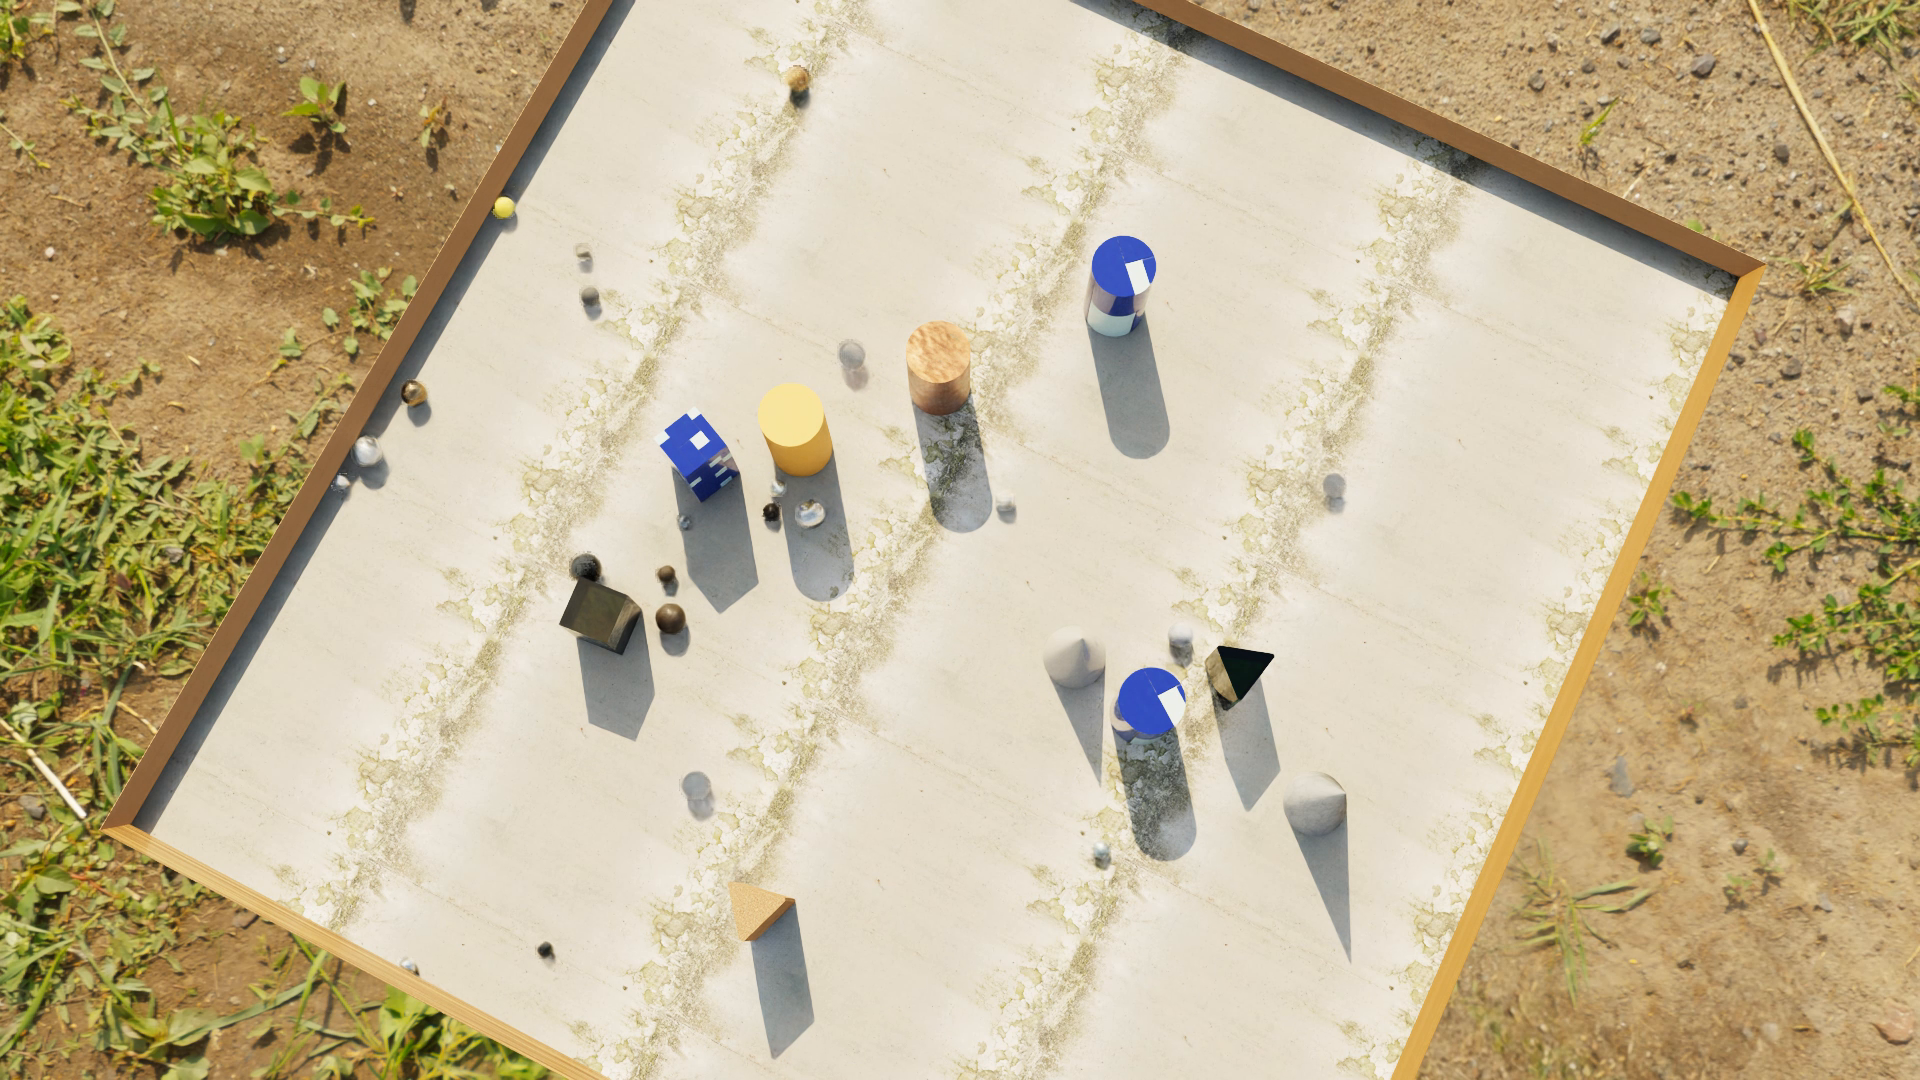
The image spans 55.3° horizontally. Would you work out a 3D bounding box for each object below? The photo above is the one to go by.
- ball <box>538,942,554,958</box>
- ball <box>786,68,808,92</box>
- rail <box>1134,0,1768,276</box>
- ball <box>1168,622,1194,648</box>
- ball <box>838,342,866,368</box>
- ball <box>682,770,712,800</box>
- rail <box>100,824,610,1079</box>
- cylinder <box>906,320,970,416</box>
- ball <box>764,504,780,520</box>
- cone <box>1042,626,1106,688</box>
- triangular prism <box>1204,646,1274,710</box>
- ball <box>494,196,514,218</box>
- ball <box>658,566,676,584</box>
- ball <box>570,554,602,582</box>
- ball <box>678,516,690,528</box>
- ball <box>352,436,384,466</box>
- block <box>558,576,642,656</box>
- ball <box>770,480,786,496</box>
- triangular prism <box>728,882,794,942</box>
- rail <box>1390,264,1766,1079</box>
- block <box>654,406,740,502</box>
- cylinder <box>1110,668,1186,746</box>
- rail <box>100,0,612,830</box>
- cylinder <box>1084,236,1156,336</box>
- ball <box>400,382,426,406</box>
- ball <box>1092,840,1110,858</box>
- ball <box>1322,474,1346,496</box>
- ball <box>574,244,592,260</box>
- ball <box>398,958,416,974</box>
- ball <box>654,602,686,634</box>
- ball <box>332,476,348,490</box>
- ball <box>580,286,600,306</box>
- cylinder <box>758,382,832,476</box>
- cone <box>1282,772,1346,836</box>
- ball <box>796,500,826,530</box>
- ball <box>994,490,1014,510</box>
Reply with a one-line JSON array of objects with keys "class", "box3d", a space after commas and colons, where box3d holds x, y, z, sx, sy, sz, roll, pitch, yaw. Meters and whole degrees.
[{"class": "ball", "box3d": [-1.210, 1.195, 5.346, 0.045, 0.045, 0.045, 0, 78, 0]}, {"class": "ball", "box3d": [-0.522, -1.479, 5.885, 0.073, 0.073, 0.073, 0, 78, 0]}, {"class": "rail", "box3d": [0.836, -1.630, 5.889, 3.693, 0.124, 0.045, 26, 80, 5]}, {"class": "ball", "box3d": [0.664, 0.286, 5.519, 0.076, 0.076, 0.076, 0, 78, 0]}, {"class": "ball", "box3d": [-0.336, -0.575, 5.692, 0.084, 0.084, 0.084, 0, 78, 0]}, {"class": "ball", "box3d": [-0.780, 0.726, 5.422, 0.086, 0.086, 0.086, 0, 78, 0]}, {"class": "rail", "box3d": [-0.836, 1.643, 5.212, 3.693, 0.124, 0.045, 26, 80, 5]}, {"class": "cylinder", "box3d": [-0.064, -0.516, 5.541, 0.191, 0.356, 0.191, 0, 78, 0]}, {"class": "ball", "box3d": [-0.576, -0.086, 5.608, 0.052, 0.052, 0.052, 0, 78, 0]}, {"class": "cone", "box3d": [0.346, 0.315, 5.358, 0.191, 0.379, 0.191, 0, 78, 0]}, {"class": "triangular prism", "box3d": [0.795, 0.378, 5.392, 0.143, 0.287, 0.166, 38, 81, 7]}, {"class": "ball", "box3d": [-1.444, -1.054, 5.801, 0.066, 0.066, 0.066, 0, 78, 0]}, {"class": "ball", "box3d": [-0.891, 0.104, 5.567, 0.055, 0.055, 0.055, 0, 78, 0]}, {"class": "ball", "box3d": [-1.131, 0.088, 5.550, 0.096, 0.096, 0.096, 0, 78, 0]}, {"class": "ball", "box3d": [-0.844, -0.054, 5.607, 0.040, 0.040, 0.040, 0, 78, 0]}, {"class": "ball", "box3d": [-1.820, -0.272, 5.626, 0.092, 0.092, 0.092, 0, 78, 0]}, {"class": "block", "box3d": [-1.065, 0.228, 5.443, 0.153, 0.248, 0.153, 21, 79, 4]}, {"class": "ball", "box3d": [-0.560, -0.161, 5.625, 0.050, 0.050, 0.050, 0, 78, 0]}, {"class": "triangular prism", "box3d": [-0.594, 1.034, 5.237, 0.166, 0.324, 0.143, -43, 82, -8]}, {"class": "rail", "box3d": [1.630, 0.805, 5.386, 0.045, 0.124, 3.784, 26, 80, 5]}, {"class": "block", "box3d": [-0.786, -0.252, 5.499, 0.153, 0.332, 0.153, -39, 81, -7]}, {"class": "cylinder", "box3d": [0.544, 0.488, 5.348, 0.191, 0.328, 0.191, 0, 78, 0]}, {"class": "rail", "box3d": [-1.630, -0.792, 5.716, 0.045, 0.124, 3.784, 26, 80, 5]}, {"class": "cylinder", "box3d": [0.483, -0.769, 5.583, 0.191, 0.378, 0.191, 0, 78, 0]}, {"class": "ball", "box3d": [-1.690, -0.452, 5.670, 0.077, 0.077, 0.077, 0, 78, 0]}, {"class": "ball", "box3d": [0.416, 0.911, 5.402, 0.051, 0.051, 0.051, 0, 78, 0]}, {"class": "ball", "box3d": [1.146, -0.168, 5.614, 0.072, 0.072, 0.072, 0, 78, 0]}, {"class": "ball", "box3d": [-1.189, -0.905, 5.778, 0.050, 0.050, 0.050, 0, 78, 0]}, {"class": "ball", "box3d": [-1.609, 1.241, 5.334, 0.050, 0.050, 0.050, 0, 78, 0]}, {"class": "ball", "box3d": [-0.872, 0.235, 5.520, 0.093, 0.093, 0.093, 0, 78, 0]}, {"class": "ball", "box3d": [-1.902, -0.176, 5.629, 0.047, 0.047, 0.047, 0, 78, 0]}, {"class": "ball", "box3d": [-1.160, -0.764, 5.745, 0.058, 0.058, 0.058, 0, 78, 0]}, {"class": "cylinder", "box3d": [-0.490, -0.326, 5.493, 0.191, 0.373, 0.191, 0, 78, 0]}, {"class": "cone", "box3d": [1.056, 0.738, 5.232, 0.191, 0.454, 0.191, 0, 78, 0]}, {"class": "ball", "box3d": [-0.454, -0.078, 5.587, 0.089, 0.089, 0.089, 0, 78, 0]}, {"class": "ball", "box3d": [0.138, -0.122, 5.610, 0.062, 0.062, 0.062, 0, 78, 0]}]
